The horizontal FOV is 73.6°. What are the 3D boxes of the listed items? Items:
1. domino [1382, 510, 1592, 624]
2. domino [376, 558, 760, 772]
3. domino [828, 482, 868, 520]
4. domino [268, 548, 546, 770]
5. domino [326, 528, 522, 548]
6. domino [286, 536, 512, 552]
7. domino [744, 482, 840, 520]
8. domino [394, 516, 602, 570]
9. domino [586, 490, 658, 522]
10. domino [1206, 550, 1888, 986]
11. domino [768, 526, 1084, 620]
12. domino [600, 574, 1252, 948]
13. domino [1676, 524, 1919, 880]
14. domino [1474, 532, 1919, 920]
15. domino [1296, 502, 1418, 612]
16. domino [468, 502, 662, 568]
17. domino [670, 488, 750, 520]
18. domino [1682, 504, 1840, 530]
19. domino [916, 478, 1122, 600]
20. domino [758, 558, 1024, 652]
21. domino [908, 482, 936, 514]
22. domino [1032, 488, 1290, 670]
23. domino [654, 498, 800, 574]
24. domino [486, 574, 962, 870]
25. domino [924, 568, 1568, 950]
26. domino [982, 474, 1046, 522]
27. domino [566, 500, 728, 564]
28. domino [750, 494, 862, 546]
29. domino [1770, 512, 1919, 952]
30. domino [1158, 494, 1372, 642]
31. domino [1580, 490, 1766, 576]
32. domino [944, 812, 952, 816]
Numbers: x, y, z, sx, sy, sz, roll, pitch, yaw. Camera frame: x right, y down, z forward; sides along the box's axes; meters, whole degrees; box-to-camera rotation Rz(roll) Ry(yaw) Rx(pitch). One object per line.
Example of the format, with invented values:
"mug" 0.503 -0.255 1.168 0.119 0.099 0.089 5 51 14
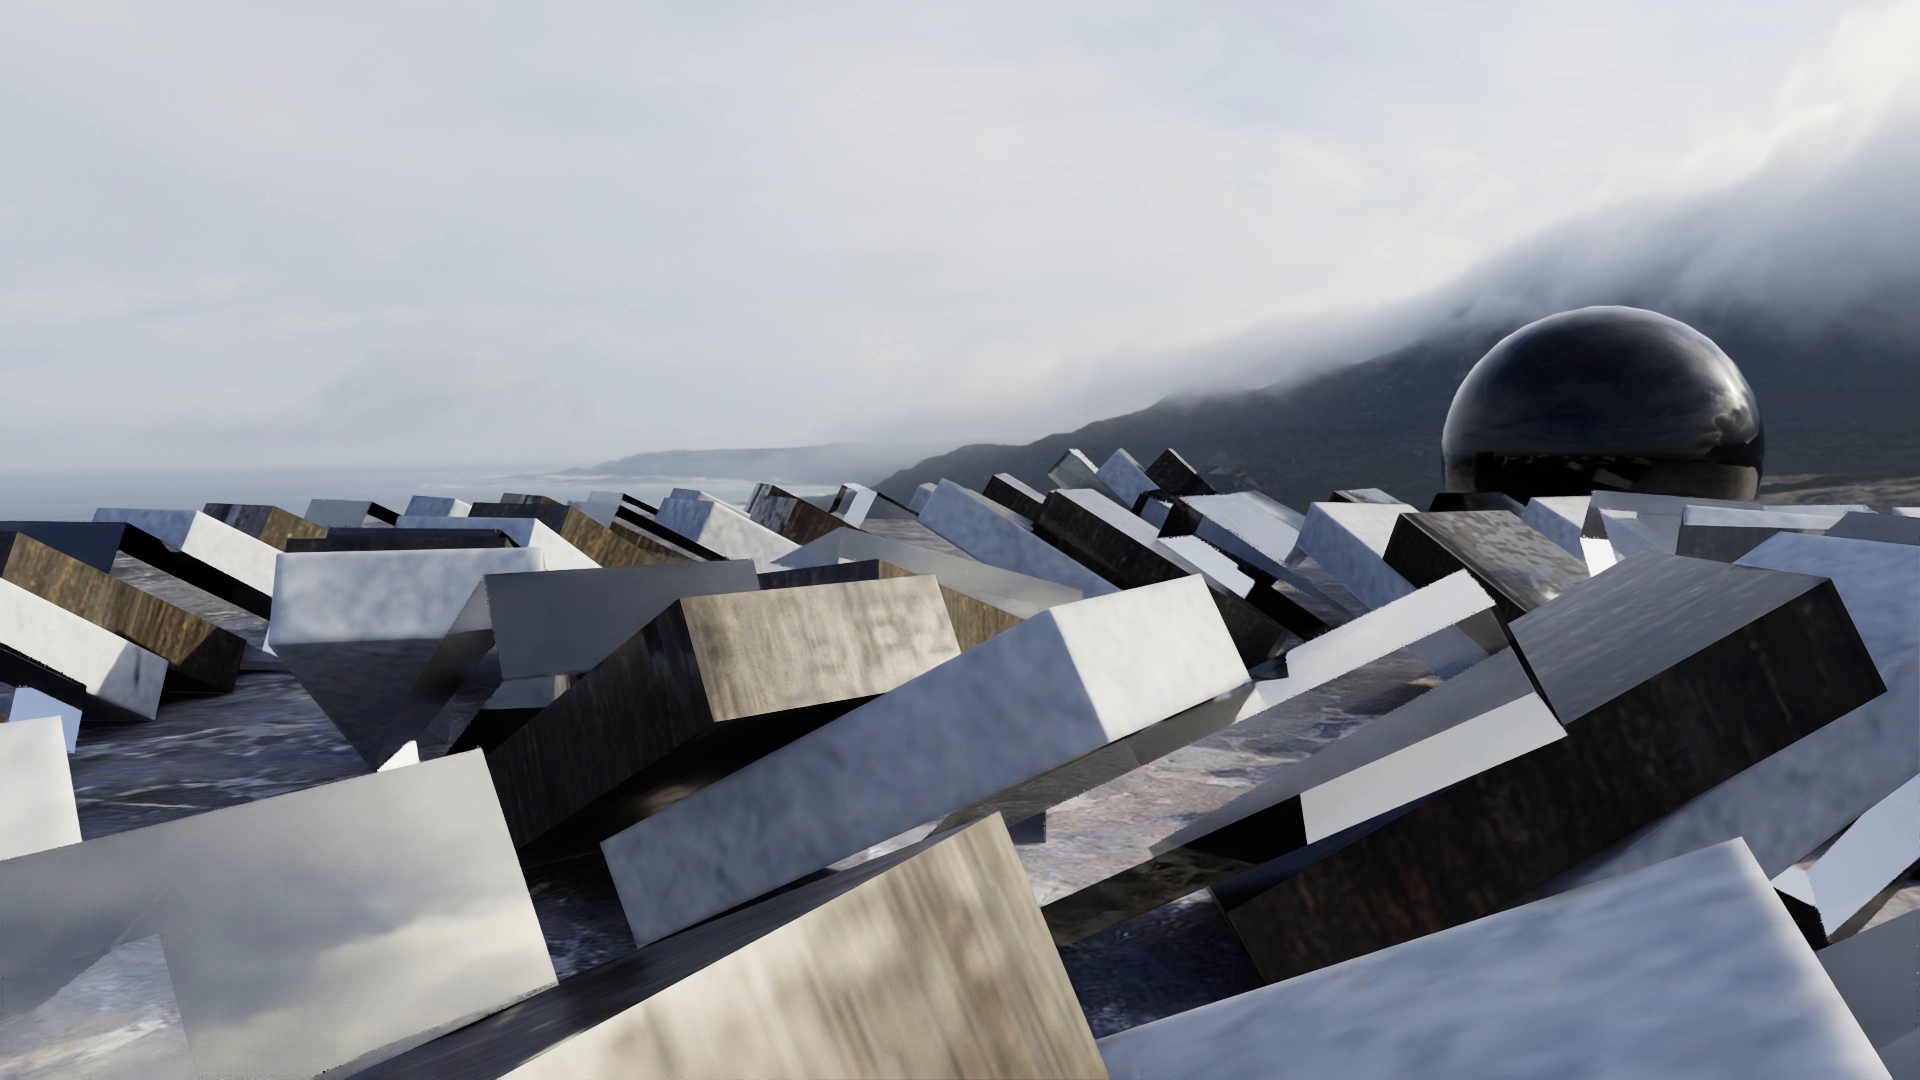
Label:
"domino" 0.097 0.011 0.213 0.025 0.010 0.050 -2 31 -22
"domino" -0.042 0.017 0.132 0.025 0.009 0.050 -3 -22 -36
"domino" -0.013 -0.001 0.379 0.050 0.009 0.025 27 5 1
"domino" -0.060 0.015 0.150 0.025 0.009 0.050 -1 -23 -14
"domino" -0.071 0.012 0.195 0.025 0.010 0.050 1 -23 8
"domino" -0.067 0.014 0.172 0.025 0.009 0.050 0 -23 -4
"domino" -0.036 -0.001 0.367 0.050 0.009 0.025 27 -5 -19
"domino" -0.070 0.011 0.218 0.025 0.010 0.050 1 -23 17
"domino" -0.073 0.002 0.340 0.050 0.009 0.025 28 -12 -32
"domino" 0.043 0.018 0.106 0.050 0.009 0.025 -29 4 1
"domino" -0.006 0.011 0.225 0.050 0.010 0.025 15 -23 -32
"domino" -0.004 0.019 0.106 0.050 0.010 0.025 -30 -13 32
"domino" 0.095 0.016 0.147 0.025 0.009 0.050 3 33 32
"domino" 0.065 0.017 0.113 0.050 0.010 0.025 -31 11 -8
"domino" 0.087 0.009 0.236 0.025 0.009 0.050 0 30 -25
"domino" -0.066 0.008 0.241 0.025 0.010 0.050 2 -23 31
"domino" -0.055 0.001 0.354 0.050 0.010 0.025 27 -9 -27
"domino" 0.108 0.013 0.168 0.025 0.009 0.050 7 35 27
"domino" 0.017 0.006 0.251 0.050 0.010 0.025 32 3 5
"domino" -0.011 0.014 0.199 0.025 0.009 0.050 -7 -16 26
"domino" 0.010 -0.001 0.379 0.050 0.009 0.025 27 6 3
"domino" 0.041 0.007 0.252 0.050 0.009 0.025 33 14 17
"domino" -0.040 0.006 0.279 0.050 0.010 0.025 30 -14 -34
"domino" -0.025 0.018 0.117 0.025 0.009 0.050 -4 -21 -43
"domino" 0.020 0.019 0.102 0.050 0.009 0.025 -28 -4 17
"domino" 0.031 -0.003 0.378 0.050 0.009 0.025 32 9 7
"domino" -0.056 0.007 0.264 0.050 0.009 0.025 30 -16 -36
"domino" -0.022 0.005 0.294 0.050 0.010 0.025 28 -9 -26
"domino" 0.085 0.016 0.123 0.050 0.009 0.025 -34 19 -17
"domino" 0.065 0.008 0.248 0.050 0.009 0.025 38 26 33
"domino" 0.111 0.011 0.191 0.025 0.010 0.050 5 35 12
"domino" 0.000 0.025 0.171 0.025 0.009 0.050 0 4 0
